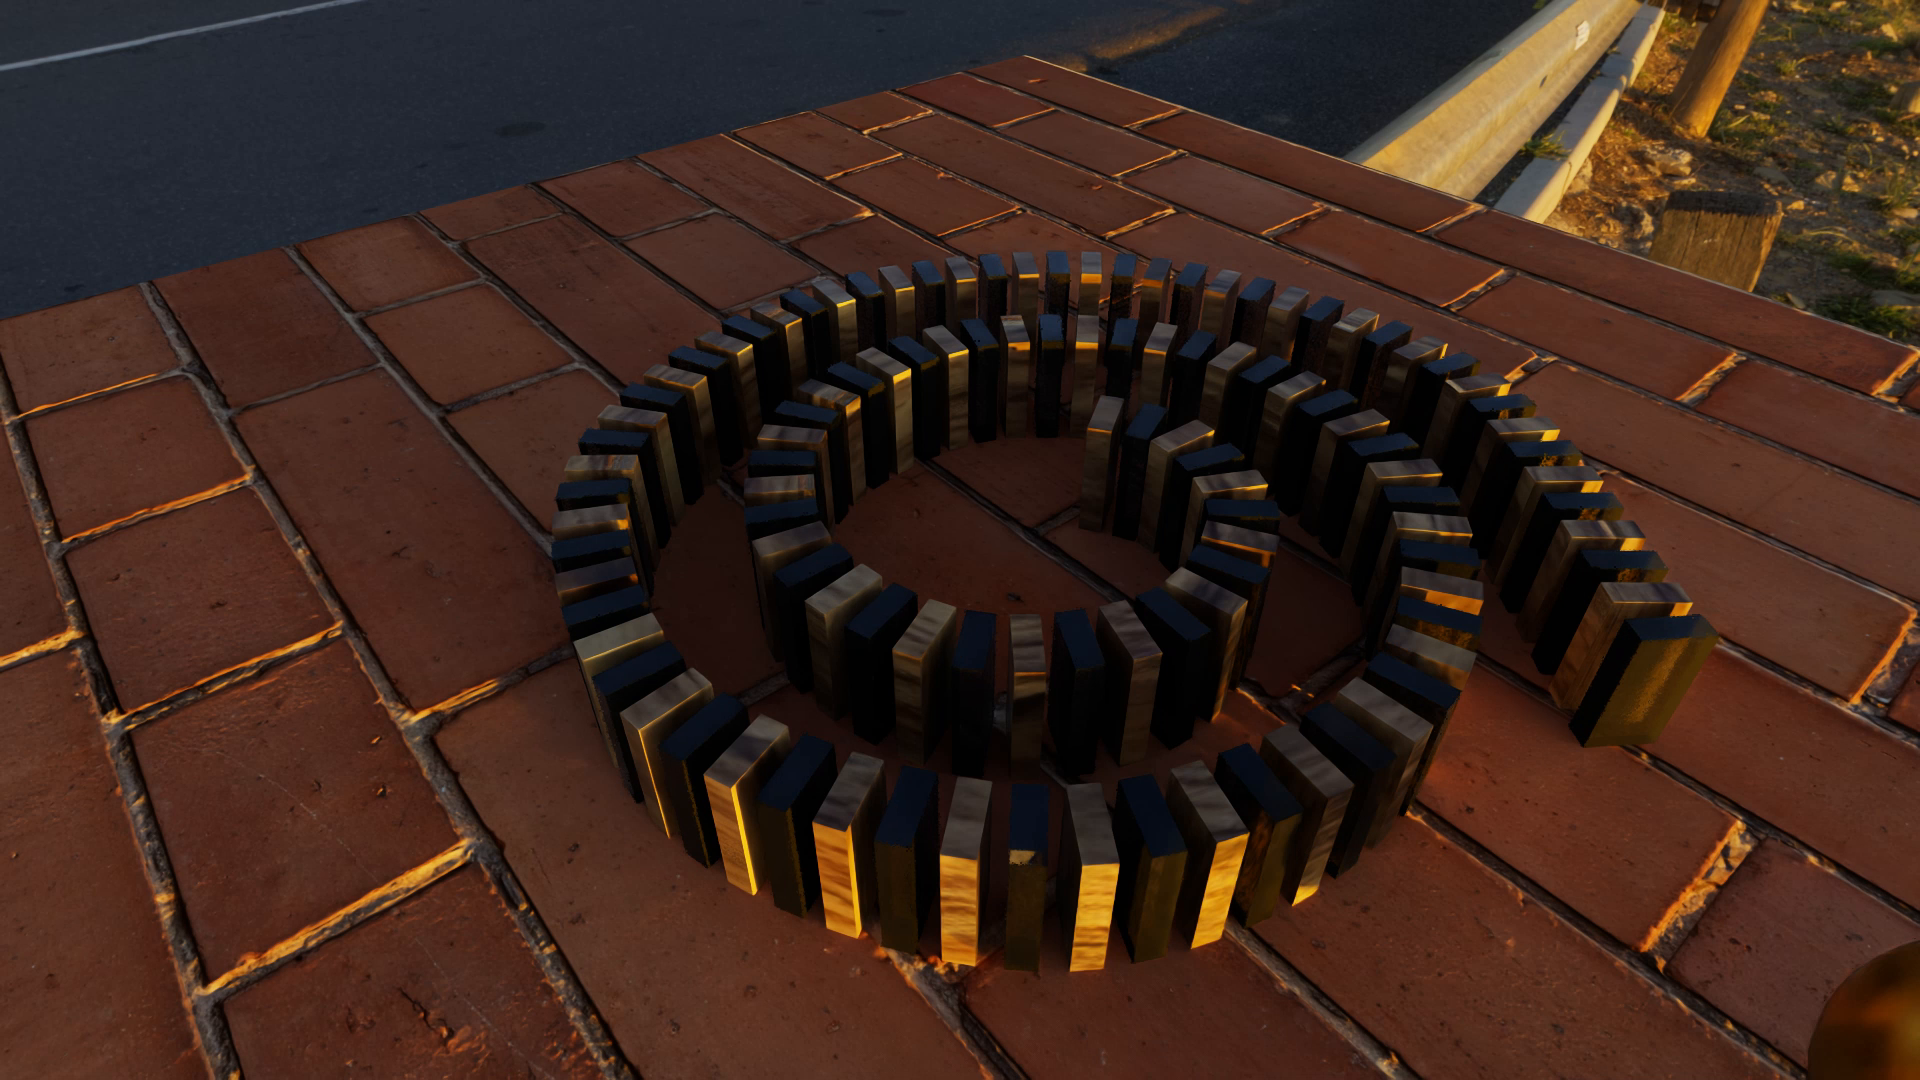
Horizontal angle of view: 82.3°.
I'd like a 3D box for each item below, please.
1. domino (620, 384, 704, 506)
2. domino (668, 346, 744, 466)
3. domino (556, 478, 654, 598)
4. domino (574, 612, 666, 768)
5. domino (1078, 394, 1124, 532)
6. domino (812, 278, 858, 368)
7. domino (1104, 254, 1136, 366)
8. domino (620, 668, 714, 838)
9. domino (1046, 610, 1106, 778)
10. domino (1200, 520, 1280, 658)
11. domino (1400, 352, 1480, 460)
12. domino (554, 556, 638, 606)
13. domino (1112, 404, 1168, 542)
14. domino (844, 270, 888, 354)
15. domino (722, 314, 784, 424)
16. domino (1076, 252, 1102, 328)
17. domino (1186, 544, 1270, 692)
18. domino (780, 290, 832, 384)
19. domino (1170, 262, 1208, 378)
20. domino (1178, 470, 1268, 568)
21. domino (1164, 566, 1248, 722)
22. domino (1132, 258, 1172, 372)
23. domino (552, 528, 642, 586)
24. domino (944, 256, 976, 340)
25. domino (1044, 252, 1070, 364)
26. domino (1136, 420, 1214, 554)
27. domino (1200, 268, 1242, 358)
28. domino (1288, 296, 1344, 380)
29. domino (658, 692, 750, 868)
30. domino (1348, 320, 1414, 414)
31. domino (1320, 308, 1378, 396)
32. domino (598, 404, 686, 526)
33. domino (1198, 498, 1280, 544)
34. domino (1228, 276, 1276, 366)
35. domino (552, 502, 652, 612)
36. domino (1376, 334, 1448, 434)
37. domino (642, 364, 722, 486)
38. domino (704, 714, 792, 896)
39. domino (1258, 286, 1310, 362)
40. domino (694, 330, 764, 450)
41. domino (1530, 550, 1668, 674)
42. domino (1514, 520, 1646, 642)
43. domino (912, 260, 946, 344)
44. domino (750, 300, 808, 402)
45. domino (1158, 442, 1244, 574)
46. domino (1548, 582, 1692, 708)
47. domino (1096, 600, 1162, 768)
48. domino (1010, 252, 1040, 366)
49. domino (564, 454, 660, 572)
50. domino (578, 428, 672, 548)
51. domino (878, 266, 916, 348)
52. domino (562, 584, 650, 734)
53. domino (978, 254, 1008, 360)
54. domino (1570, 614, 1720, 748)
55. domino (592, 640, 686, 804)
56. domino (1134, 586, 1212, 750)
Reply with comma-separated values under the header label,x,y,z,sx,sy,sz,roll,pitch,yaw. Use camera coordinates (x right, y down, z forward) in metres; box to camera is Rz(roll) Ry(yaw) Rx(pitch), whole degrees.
label,x,y,z,sx,sy,sz,roll,pitch,yaw
domino,-0.124,-0.040,0.460,0.025,0.050,0.009,13,41,15
domino,-0.111,-0.058,0.483,0.025,0.050,0.009,19,43,21
domino,-0.132,0.001,0.411,0.025,0.050,0.009,-5,40,-6
domino,-0.105,0.049,0.352,0.025,0.050,0.010,-21,44,-24
domino,0.058,-0.031,0.449,0.010,0.050,0.025,12,41,14
domino,-0.059,-0.097,0.530,0.009,0.050,0.025,-23,44,-25
domino,0.080,-0.115,0.552,0.010,0.050,0.025,8,40,9
domino,-0.085,0.065,0.332,0.009,0.050,0.025,31,49,32
domino,0.037,0.049,0.351,0.009,0.050,0.025,-7,40,-8
domino,0.095,0.018,0.389,0.025,0.050,0.009,14,41,16
domino,0.207,-0.055,0.479,0.025,0.050,0.009,-18,43,-21
domino,-0.119,0.030,0.374,0.025,0.050,0.009,-14,41,-17
domino,0.073,-0.027,0.445,0.009,0.050,0.025,18,43,20
domino,-0.045,-0.102,0.536,0.009,0.050,0.025,-18,43,-21
domino,-0.094,-0.076,0.504,0.025,0.050,0.009,25,46,28
domino,0.064,-0.116,0.553,0.009,0.050,0.025,3,39,4
domino,0.088,0.027,0.378,0.025,0.050,0.010,21,44,23
domino,-0.072,-0.091,0.522,0.009,0.050,0.025,-29,48,-31
domino,0.111,-0.108,0.543,0.009,0.050,0.025,16,42,19
domino,0.098,-0.002,0.414,0.025,0.050,0.010,-7,40,-9
domino,0.079,0.036,0.368,0.025,0.050,0.009,29,47,31
domino,0.096,-0.112,0.548,0.009,0.050,0.025,12,41,15
domino,-0.124,0.021,0.386,0.025,0.050,0.009,-11,41,-13
domino,0.000,-0.113,0.549,0.010,0.050,0.025,-9,40,-11
domino,0.048,-0.117,0.554,0.009,0.050,0.025,0,39,-1
domino,0.085,-0.021,0.437,0.025,0.050,0.010,-25,46,-27
domino,0.125,-0.104,0.538,0.009,0.050,0.025,19,43,22
domino,0.165,-0.086,0.517,0.010,0.050,0.025,28,47,30
domino,-0.072,0.071,0.324,0.009,0.050,0.025,25,45,27
domino,0.188,-0.072,0.499,0.025,0.050,0.009,-29,47,-30
domino,0.177,-0.079,0.508,0.009,0.050,0.025,32,49,33
domino,-0.129,-0.030,0.448,0.025,0.050,0.010,9,40,11
domino,0.099,0.008,0.402,0.025,0.050,0.010,2,39,3
domino,0.139,-0.098,0.532,0.010,0.050,0.025,22,44,25
domino,-0.129,0.011,0.398,0.025,0.050,0.009,-8,40,-10
domino,0.198,-0.064,0.489,0.025,0.050,0.010,-24,45,-26
domino,-0.118,-0.049,0.471,0.025,0.050,0.009,16,42,18
domino,-0.059,0.077,0.318,0.010,0.050,0.025,20,43,23
domino,0.153,-0.093,0.524,0.009,0.050,0.025,25,45,27
domino,-0.103,-0.067,0.493,0.025,0.050,0.009,22,44,24
domino,0.220,0.026,0.380,0.025,0.050,0.010,1,39,1
domino,0.220,0.016,0.392,0.025,0.050,0.009,1,39,1
domino,-0.015,-0.110,0.545,0.010,0.050,0.025,-12,41,-14
domino,-0.084,-0.083,0.513,0.025,0.050,0.009,30,48,31
domino,0.093,-0.012,0.426,0.025,0.050,0.010,-15,42,-18
domino,0.219,0.036,0.367,0.025,0.050,0.009,1,39,1
domino,0.052,0.047,0.354,0.009,0.050,0.025,-13,41,-15
domino,0.032,-0.116,0.553,0.009,0.050,0.025,-3,39,-4
domino,-0.133,-0.009,0.423,0.025,0.050,0.009,-1,39,-1
domino,-0.132,-0.020,0.435,0.025,0.050,0.010,5,40,6
domino,-0.031,-0.106,0.541,0.009,0.050,0.025,-14,41,-17
domino,-0.112,0.040,0.363,0.025,0.050,0.010,-18,42,-20
domino,0.016,-0.115,0.551,0.009,0.050,0.025,-6,40,-8
domino,0.220,0.046,0.355,0.025,0.050,0.009,-3,39,-3
domino,-0.095,0.057,0.342,0.025,0.050,0.009,-26,46,-28
domino,0.067,0.042,0.360,0.009,0.050,0.025,-23,44,-25
